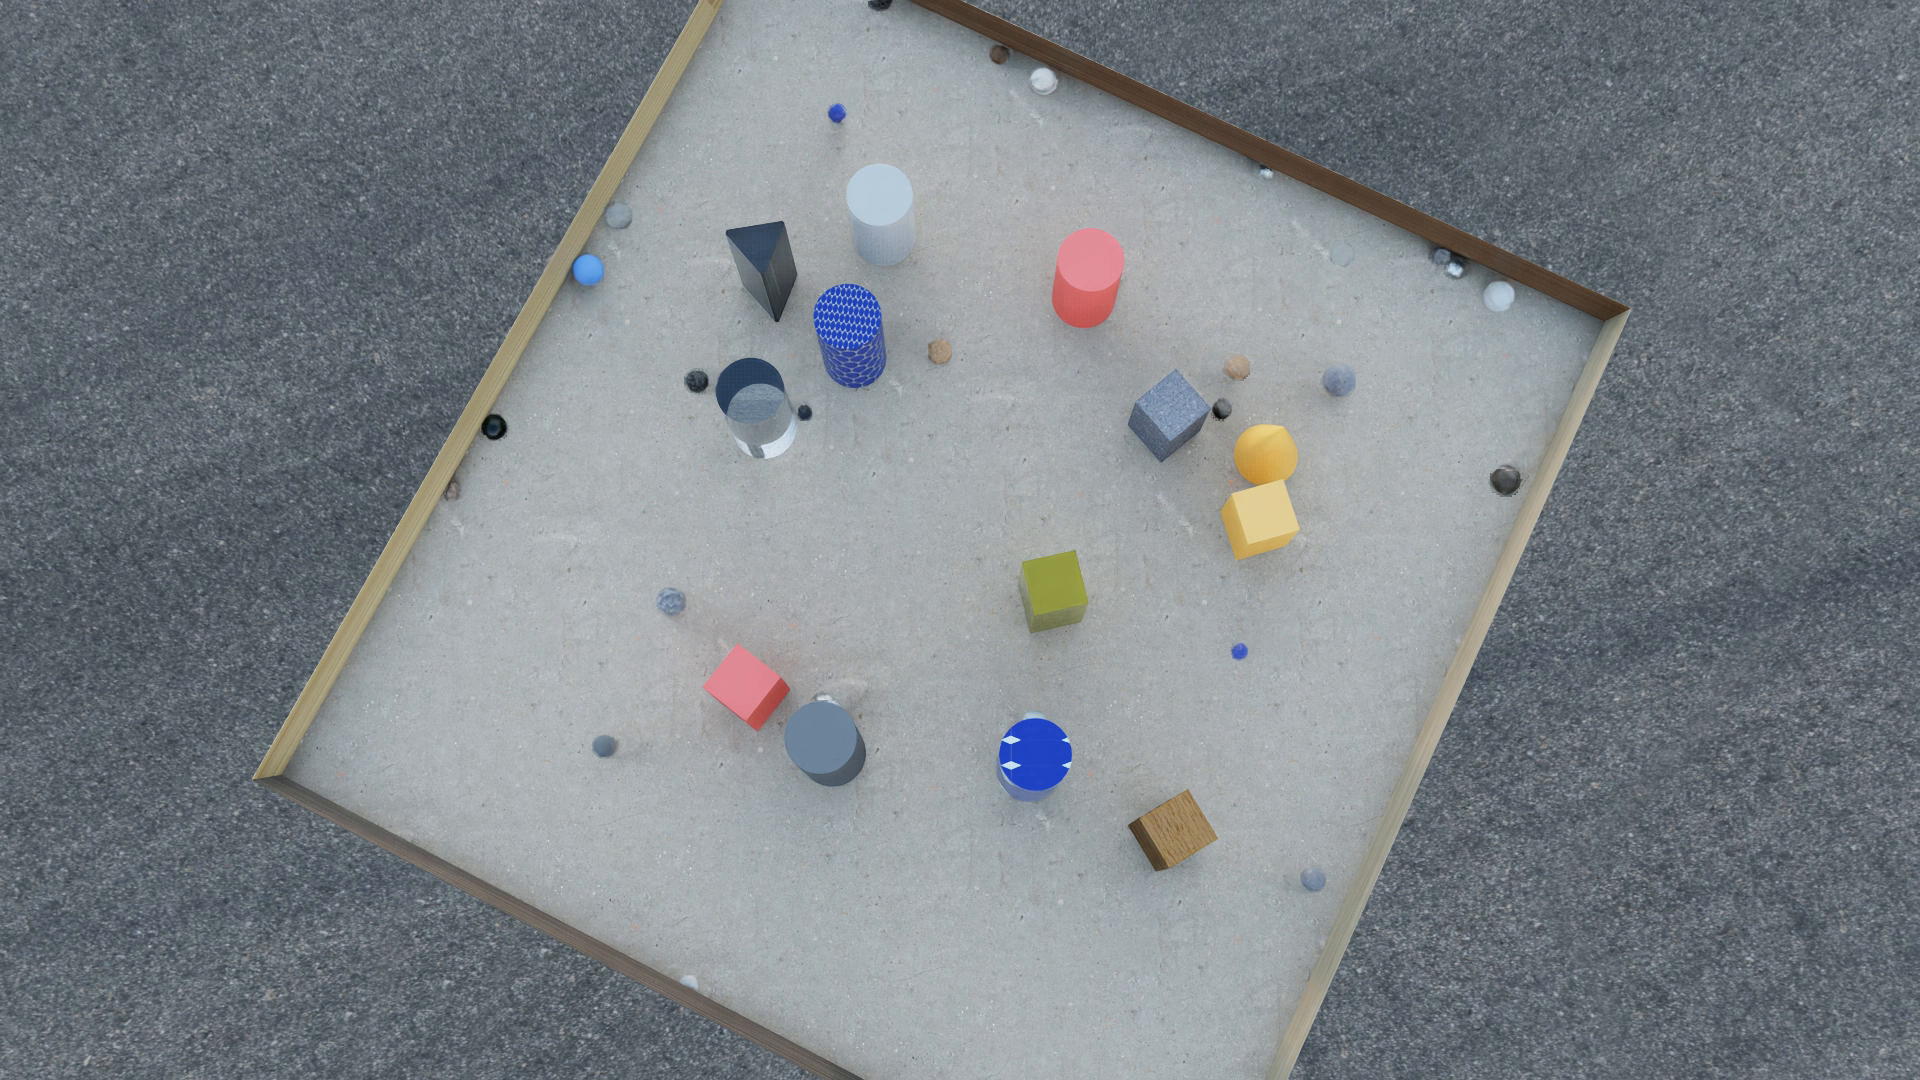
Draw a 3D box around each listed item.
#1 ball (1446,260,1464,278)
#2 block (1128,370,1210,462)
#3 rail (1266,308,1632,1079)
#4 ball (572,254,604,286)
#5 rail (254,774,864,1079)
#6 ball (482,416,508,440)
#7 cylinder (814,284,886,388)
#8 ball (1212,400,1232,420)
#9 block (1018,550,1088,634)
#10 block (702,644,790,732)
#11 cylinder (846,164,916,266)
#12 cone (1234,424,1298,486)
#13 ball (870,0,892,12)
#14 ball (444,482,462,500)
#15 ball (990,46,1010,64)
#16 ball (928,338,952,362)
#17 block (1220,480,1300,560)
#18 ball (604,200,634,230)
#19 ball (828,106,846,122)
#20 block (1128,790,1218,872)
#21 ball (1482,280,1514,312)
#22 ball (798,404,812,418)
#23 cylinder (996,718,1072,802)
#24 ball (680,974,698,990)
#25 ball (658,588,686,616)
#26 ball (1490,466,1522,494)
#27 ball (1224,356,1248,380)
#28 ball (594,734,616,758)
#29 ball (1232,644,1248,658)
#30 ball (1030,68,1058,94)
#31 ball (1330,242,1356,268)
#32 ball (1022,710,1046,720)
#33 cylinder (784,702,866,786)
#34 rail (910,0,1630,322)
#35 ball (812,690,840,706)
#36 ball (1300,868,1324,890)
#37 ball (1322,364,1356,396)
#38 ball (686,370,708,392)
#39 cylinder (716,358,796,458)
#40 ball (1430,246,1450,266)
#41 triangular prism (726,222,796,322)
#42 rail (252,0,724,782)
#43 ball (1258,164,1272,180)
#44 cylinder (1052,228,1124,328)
[{"bbox_3d":[1.558,-0.853,5.764,0.057,0.057,0.057,0,78,0],"label":"ball"},{"bbox_3d":[0.632,-0.374,5.560,0.159,0.263,0.159,-39,81,-7],"label":"block"},{"bbox_3d":[1.343,0.664,5.412,0.045,0.129,3.138,26,80,5],"label":"rail"},{"bbox_3d":[-1.165,-0.844,5.742,0.097,0.097,0.097,0,78,0],"label":"ball"},{"bbox_3d":[-0.691,1.360,5.268,3.050,0.129,0.045,26,80,5],"label":"rail"},{"bbox_3d":[-1.435,-0.347,5.649,0.077,0.077,0.077,0,78,0],"label":"ball"},{"bbox_3d":[-0.328,-0.611,5.537,0.199,0.404,0.199,0,78,0],"label":"cylinder"},{"bbox_3d":[0.810,-0.404,5.669,0.061,0.061,0.061,0,78,0],"label":"ball"},{"bbox_3d":[0.272,0.156,5.408,0.159,0.344,0.159,-12,79,-3],"label":"block"},{"bbox_3d":[-0.623,0.435,5.373,0.159,0.302,0.159,37,81,7],"label":"block"},{"bbox_3d":[-0.241,-0.998,5.648,0.199,0.342,0.199,0,78,0],"label":"cylinder"},{"bbox_3d":[0.947,-0.297,5.508,0.199,0.334,0.199,0,78,0],"label":"cone"},{"bbox_3d":[-0.258,-1.751,5.942,0.073,0.073,0.073,0,78,0],"label":"ball"},{"bbox_3d":[-1.557,-0.152,5.620,0.055,0.055,0.055,0,78,0],"label":"ball"},{"bbox_3d":[0.129,-1.564,5.910,0.060,0.060,0.060,0,78,0],"label":"ball"},{"bbox_3d":[-0.065,-0.589,5.701,0.075,0.075,0.075,0,78,0],"label":"ball"},{"bbox_3d":[0.898,-0.059,5.504,0.159,0.244,0.159,-16,79,-3],"label":"block"},{"bbox_3d":[-1.077,-1.024,5.783,0.090,0.090,0.090,0,78,0],"label":"ball"},{"bbox_3d":[-0.394,-1.365,5.872,0.054,0.054,0.054,0,78,0],"label":"ball"},{"bbox_3d":[0.607,0.836,5.257,0.159,0.365,0.159,-30,80,-6],"label":"block"},{"bbox_3d":[1.683,-0.762,5.726,0.095,0.095,0.095,0,78,0],"label":"ball"},{"bbox_3d":[-0.481,-0.397,5.676,0.045,0.045,0.045,0,78,0],"label":"ball"},{"bbox_3d":[0.207,0.634,5.242,0.199,0.477,0.199,0,78,0],"label":"cylinder"},{"bbox_3d":[-0.789,1.289,5.324,0.051,0.051,0.051,0,78,0],"label":"ball"},{"bbox_3d":[-0.869,0.187,5.536,0.081,0.081,0.081,0,78,0],"label":"ball"},{"bbox_3d":[1.671,-0.183,5.609,0.089,0.089,0.089,0,78,0],"label":"ball"},{"bbox_3d":[0.859,-0.534,5.690,0.072,0.072,0.072,0,78,0],"label":"ball"},{"bbox_3d":[-1.056,0.614,5.456,0.066,0.066,0.066,0,78,0],"label":"ball"},{"bbox_3d":[0.846,0.335,5.523,0.047,0.047,0.047,0,78,0],"label":"ball"},{"bbox_3d":[0.269,-1.473,5.878,0.086,0.086,0.086,0,78,0],"label":"ball"},{"bbox_3d":[1.202,-0.897,5.762,0.079,0.079,0.079,0,78,0],"label":"ball"},{"bbox_3d":[0.222,0.544,5.467,0.073,0.073,0.073,0,78,0],"label":"ball"},{"bbox_3d":[-0.381,0.589,5.245,0.199,0.490,0.199,0,78,0],"label":"cylinder"},{"bbox_3d":[0.691,-1.346,5.828,3.050,0.129,0.045,26,80,5],"label":"rail"},{"bbox_3d":[-0.401,0.492,5.472,0.084,0.084,0.084,0,78,0],"label":"ball"},{"bbox_3d":[1.034,0.995,5.376,0.068,0.068,0.068,0,78,0],"label":"ball"},{"bbox_3d":[1.171,-0.493,5.668,0.099,0.099,0.099,0,78,0],"label":"ball"},{"bbox_3d":[-0.814,-0.492,5.683,0.069,0.069,0.069,0,78,0],"label":"ball"},{"bbox_3d":[-0.606,-0.390,5.489,0.199,0.407,0.199,0,78,0],"label":"cylinder"},{"bbox_3d":[1.514,-0.895,5.771,0.060,0.060,0.060,0,78,0],"label":"ball"},{"bbox_3d":[-0.573,-0.840,5.567,0.149,0.438,0.172,-40,81,-8],"label":"triangular prism"},{"bbox_3d":[-1.343,-0.651,5.684,0.045,0.129,3.138,26,80,5],"label":"rail"},{"bbox_3d":[0.971,-1.172,5.834,0.049,0.049,0.049,0,78,0],"label":"ball"},{"bbox_3d":[0.389,-0.797,5.607,0.199,0.343,0.199,0,78,0],"label":"cylinder"}]
